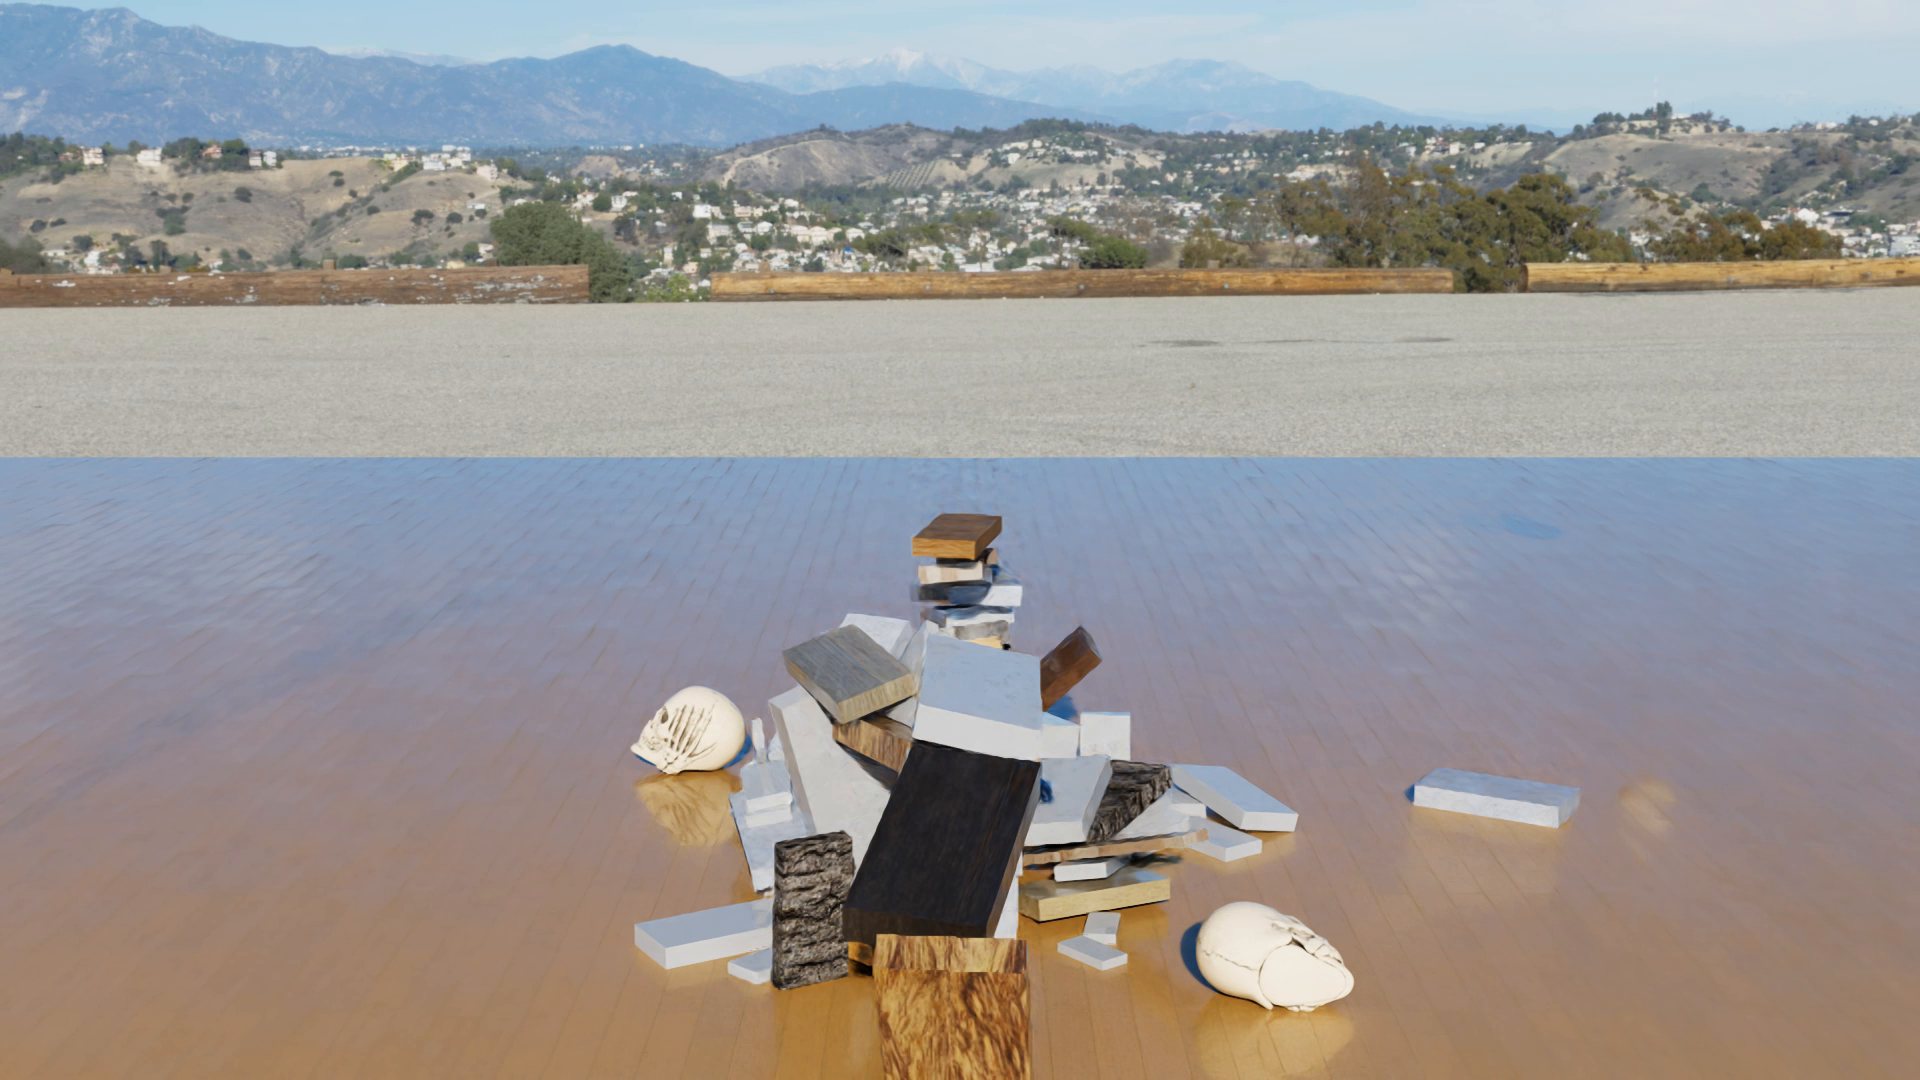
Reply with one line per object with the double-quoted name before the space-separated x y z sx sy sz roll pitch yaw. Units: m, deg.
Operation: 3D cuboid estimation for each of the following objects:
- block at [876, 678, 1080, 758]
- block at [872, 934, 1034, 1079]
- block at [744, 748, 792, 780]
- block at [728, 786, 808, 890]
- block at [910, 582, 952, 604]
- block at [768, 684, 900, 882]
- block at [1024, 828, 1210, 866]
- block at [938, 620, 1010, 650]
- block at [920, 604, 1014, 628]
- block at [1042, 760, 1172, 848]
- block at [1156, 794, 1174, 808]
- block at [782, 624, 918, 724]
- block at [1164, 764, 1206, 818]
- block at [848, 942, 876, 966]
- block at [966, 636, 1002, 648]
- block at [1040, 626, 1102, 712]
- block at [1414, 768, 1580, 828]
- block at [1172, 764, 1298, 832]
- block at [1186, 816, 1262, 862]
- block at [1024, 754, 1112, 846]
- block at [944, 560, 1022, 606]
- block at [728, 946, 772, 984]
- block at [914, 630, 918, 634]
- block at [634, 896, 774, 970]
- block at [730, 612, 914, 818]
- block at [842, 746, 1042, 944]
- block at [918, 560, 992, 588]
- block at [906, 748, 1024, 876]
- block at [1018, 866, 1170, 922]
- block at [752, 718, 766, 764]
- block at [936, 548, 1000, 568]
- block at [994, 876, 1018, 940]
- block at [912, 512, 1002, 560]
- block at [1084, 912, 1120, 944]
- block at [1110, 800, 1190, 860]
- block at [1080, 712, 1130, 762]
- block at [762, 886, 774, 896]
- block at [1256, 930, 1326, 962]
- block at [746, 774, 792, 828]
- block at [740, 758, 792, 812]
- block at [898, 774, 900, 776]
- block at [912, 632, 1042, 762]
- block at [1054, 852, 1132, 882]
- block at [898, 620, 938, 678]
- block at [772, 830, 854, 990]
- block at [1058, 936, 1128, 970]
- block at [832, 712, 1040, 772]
"block" 0.013 0.271 3.388 0.174 0.049 0.347 4 6 -32
"block" -0.003 0.611 2.654 0.176 0.352 0.050 1 41 5
"block" -0.242 0.410 4.000 0.272 0.039 0.136 -24 46 -12
"block" -0.311 0.499 3.756 0.128 0.036 0.342 -13 17 -9
"block" -0.027 0.114 4.713 0.138 0.039 0.276 2 -3 -5
"block" -0.179 0.381 3.548 0.174 0.347 0.049 -24 25 -23
"block" 0.241 0.511 3.643 0.062 0.017 0.399 -8 -6 -44
"block" 0.003 0.235 4.551 0.176 0.050 0.353 -7 -13 -4
"block" 0.012 0.156 4.554 0.138 0.039 0.276 -5 0 -12
"block" 0.244 0.466 3.875 0.137 0.039 0.274 2 21 37
"block" 0.295 0.493 4.008 0.172 0.024 0.086 -13 26 -18
"block" -0.176 0.207 3.450 0.128 0.036 0.256 -21 23 -17
"block" 0.399 0.478 4.176 0.122 0.035 0.255 1 11 3
"block" -0.132 0.597 3.430 0.112 0.032 0.224 20 16 7
"block" 0.015 0.244 4.404 0.124 0.035 0.248 -8 -14 -4
"block" 0.168 0.282 4.320 0.244 0.035 0.122 -42 19 10
"block" 1.009 0.483 4.138 0.275 0.039 0.137 6 12 30
"block" 0.505 0.475 4.064 0.120 0.034 0.240 6 13 -29
"block" 0.446 0.531 3.918 0.086 0.024 0.172 -8 13 -36
"block" 0.173 0.452 3.829 0.137 0.039 0.275 -7 17 16
"block" 0.037 0.084 4.482 0.138 0.039 0.276 2 10 -7
"block" -0.282 0.641 3.344 0.065 0.018 0.131 10 14 42
"block" -0.019 0.248 4.816 0.176 0.050 0.353 -7 -13 -4
"block" -0.329 0.609 3.472 0.345 0.034 0.120 -6 12 -31
"block" -0.255 0.338 4.140 0.136 0.039 0.504 6 47 29
"block" -0.017 0.389 2.782 0.176 0.050 0.352 6 29 11
"block" -0.007 0.068 4.206 0.117 0.033 0.235 -5 -4 5
"block" 0.003 0.364 2.984 0.156 0.044 0.311 0 18 0
"block" 0.209 0.578 3.601 0.240 0.034 0.120 -5 4 -25
"block" -0.359 0.379 3.931 0.017 0.123 0.062 -7 53 -8
"block" 0.018 0.037 4.365 0.117 0.033 0.235 -2 -2 2
"block" -0.002 0.565 2.945 0.156 0.311 0.044 0 19 0
"block" -0.003 -0.009 4.125 0.117 0.033 0.235 3 13 12
"block" 0.226 0.615 3.488 0.051 0.015 0.103 0 9 9
"block" 0.283 0.489 3.948 0.122 0.035 0.244 -22 30 -33
"block" 0.272 0.414 4.110 0.091 0.182 0.026 1 6 6
"block" -0.294 0.527 3.788 0.136 0.039 0.272 -13 17 -10
"block" 0.515 0.630 3.413 0.103 0.015 0.051 -8 13 -36
"block" -0.331 0.453 3.818 0.077 0.022 0.155 -10 17 -1
"block" -0.338 0.427 3.832 0.077 0.022 0.155 -12 17 -7
"block" -0.006 0.414 3.317 0.112 0.032 0.224 -8 27 -16
"block" 0.028 0.228 3.231 0.176 0.050 0.352 13 14 -2
"block" 0.225 0.543 3.696 0.086 0.024 0.229 -7 -3 14
"block" -0.100 0.243 4.254 0.026 0.182 0.091 24 45 -18
"block" -0.220 0.550 3.264 0.112 0.224 0.032 -6 17 -30
"block" 0.204 0.635 3.385 0.051 0.015 0.103 -8 13 -38
"block" -0.042 0.318 3.362 0.174 0.049 0.347 5 5 -29
